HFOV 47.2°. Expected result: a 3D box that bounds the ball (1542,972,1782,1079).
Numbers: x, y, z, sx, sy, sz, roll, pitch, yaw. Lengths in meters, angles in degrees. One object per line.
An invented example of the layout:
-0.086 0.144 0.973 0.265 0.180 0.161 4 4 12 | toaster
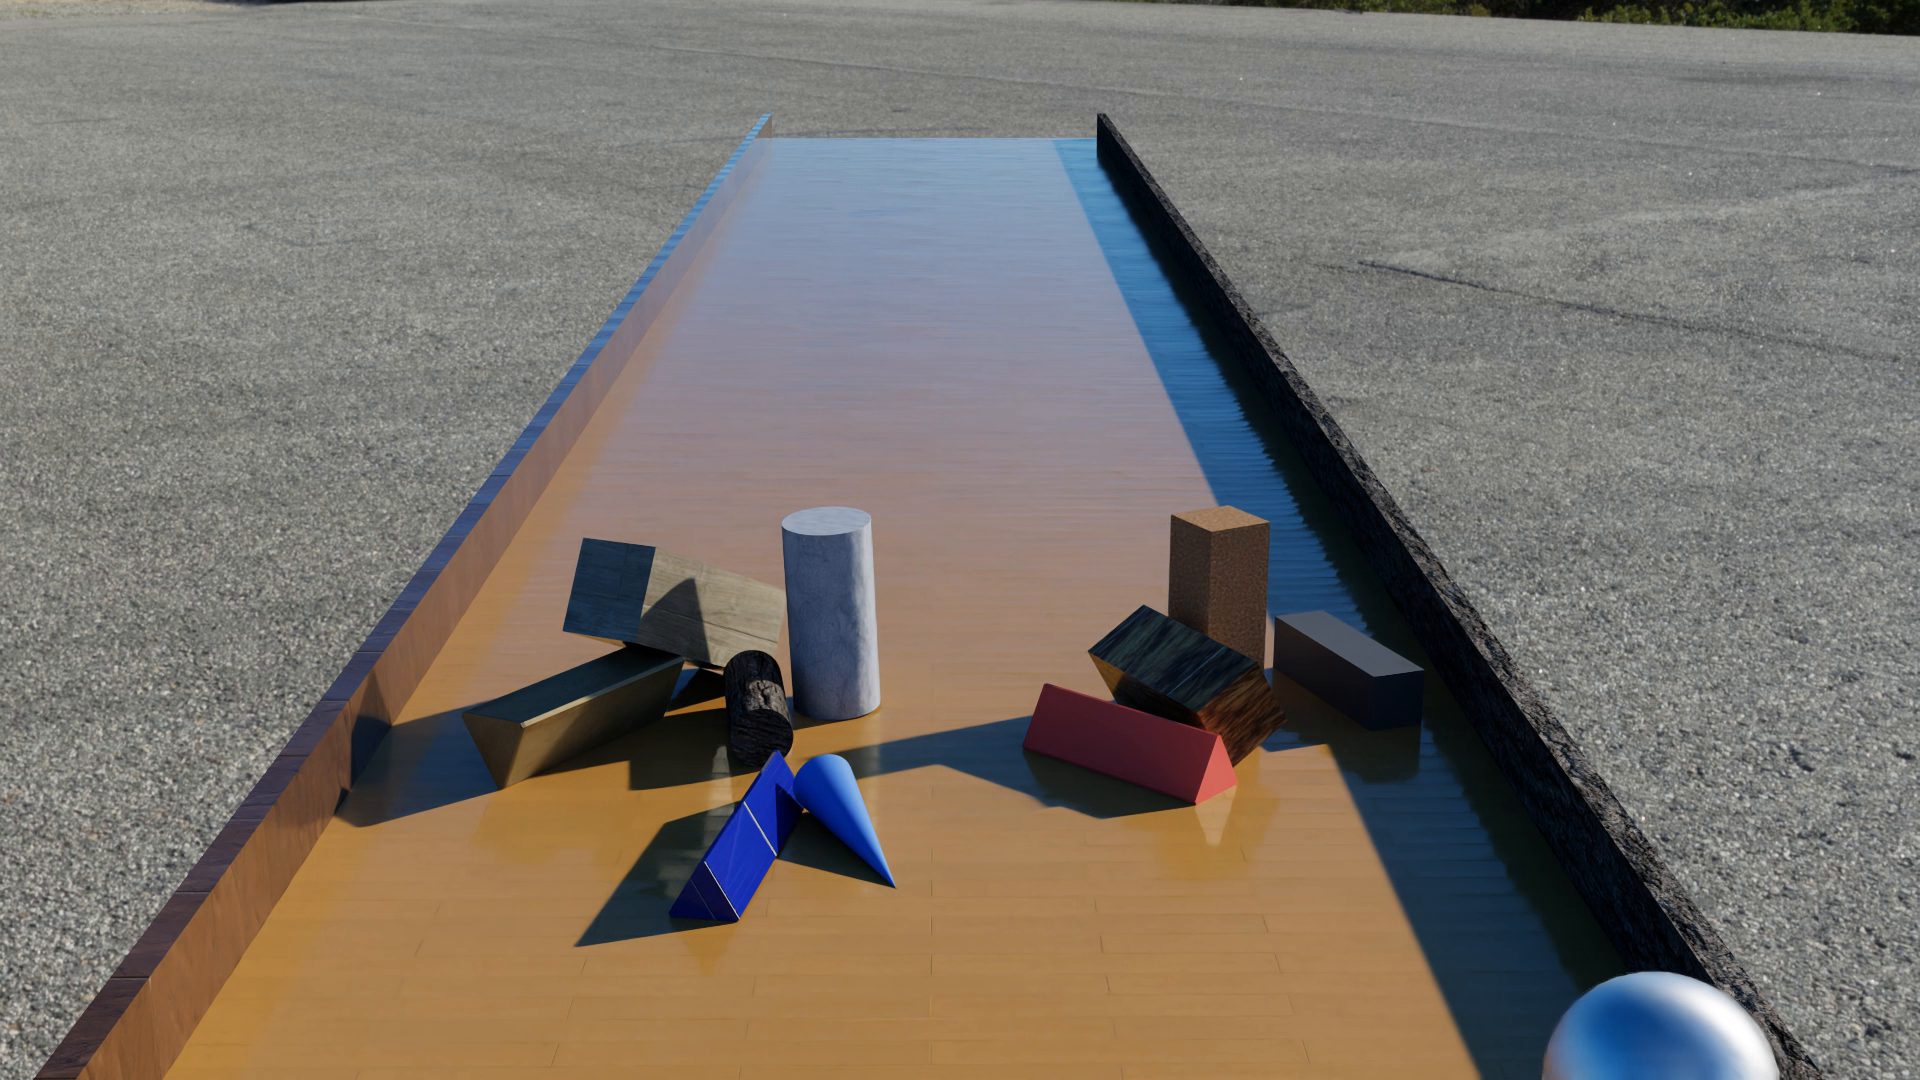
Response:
0.823 0.644 2.586 0.270 0.270 0.270 0 17 0 | ball

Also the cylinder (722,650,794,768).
-0.371 0.304 4.011 0.111 0.111 0.312 -2 17 -8 | cylinder

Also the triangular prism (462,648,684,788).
-0.666 0.290 3.914 0.127 0.147 0.413 -31 -5 37 | triangular prism

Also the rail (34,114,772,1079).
-1.118 -0.838 7.780 0.050 0.150 12.000 0 17 -1 | rail

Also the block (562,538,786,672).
-0.532 0.133 4.163 0.176 0.176 0.412 7 -9 33 | block

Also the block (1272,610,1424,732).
0.739 0.246 4.211 0.107 0.107 0.373 -6 18 -20 | block

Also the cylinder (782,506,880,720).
-0.240 0.137 4.112 0.166 0.365 0.166 -2 19 1 | cylinder

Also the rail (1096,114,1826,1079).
0.932 -0.844 7.801 0.050 0.150 12.000 0 17 -1 | rail

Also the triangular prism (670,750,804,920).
-0.347 0.460 3.506 0.108 0.093 0.451 3 17 9 | triangular prism

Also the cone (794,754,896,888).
-0.164 0.473 3.544 0.106 0.106 0.333 -7 27 -23 | cone

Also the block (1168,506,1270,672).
0.487 0.129 4.168 0.133 0.355 0.133 -9 19 -28 | block

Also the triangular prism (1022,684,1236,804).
0.297 0.346 3.867 0.381 0.106 0.123 14 21 40 | triangular prism

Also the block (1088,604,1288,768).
0.409 0.263 3.999 0.142 0.142 0.362 -39 30 -14 | block
